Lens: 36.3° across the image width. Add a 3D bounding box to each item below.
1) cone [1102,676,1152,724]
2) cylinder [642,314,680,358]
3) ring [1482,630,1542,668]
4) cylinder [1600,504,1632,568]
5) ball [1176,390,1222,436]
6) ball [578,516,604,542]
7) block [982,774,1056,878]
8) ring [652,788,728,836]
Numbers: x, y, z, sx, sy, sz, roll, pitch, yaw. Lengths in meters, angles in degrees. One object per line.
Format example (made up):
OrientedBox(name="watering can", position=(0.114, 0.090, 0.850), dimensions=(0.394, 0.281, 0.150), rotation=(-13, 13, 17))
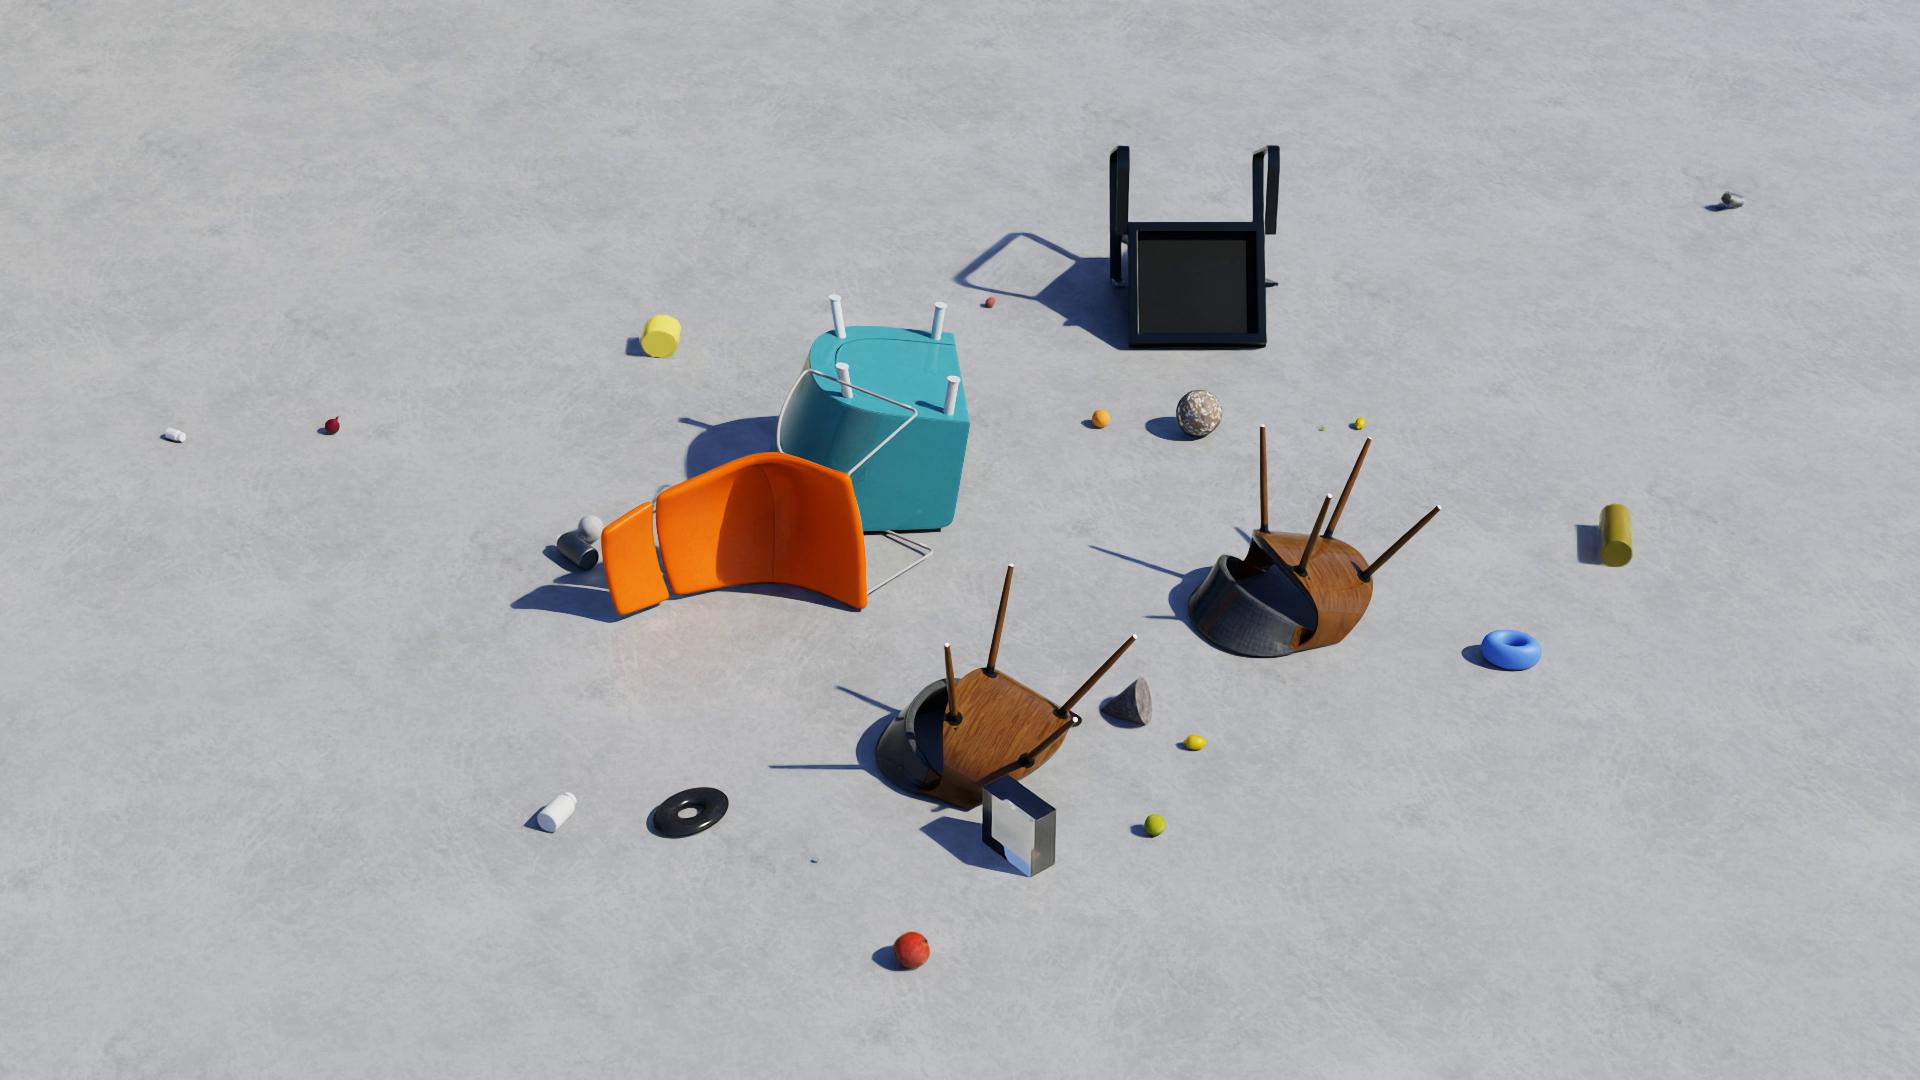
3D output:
OrientedBox(name="cone", position=(0.553, 0.565, 10.026), dimensions=(0.165, 0.143, 0.186), rotation=(-15, 37, 22))
OrientedBox(name="cylinder", position=(-1.232, -0.840, 12.102), dimensions=(0.147, 0.129, 0.136), rotation=(6, 33, -2))
OrientedBox(name="ring", position=(1.932, 0.384, 10.280), dimensions=(0.210, 0.092, 0.153), rotation=(10, 33, 12))
OrientedBox(name="cylinder", position=(2.430, -0.018, 10.866), dimensions=(0.113, 0.116, 0.256), rotation=(14, 34, 1))
OrientedBox(name="ball", position=(0.941, -0.500, 11.539), dimensions=(0.182, 0.182, 0.182), rotation=(0, 33, 0))
OrientedBox(name="ball", position=(-1.376, -0.043, 10.920), dimensions=(0.099, 0.099, 0.099), rotation=(0, 33, 0))
OrientedBox(name="block", position=(0.188, 0.912, 9.357), dimensions=(0.105, 0.224, 0.236), rotation=(-25, 41, -33))
OrientedBox(name="ring", position=(-0.878, 0.886, 9.562), dimensions=(0.276, 0.043, 0.201), rotation=(-28, 43, -35))
